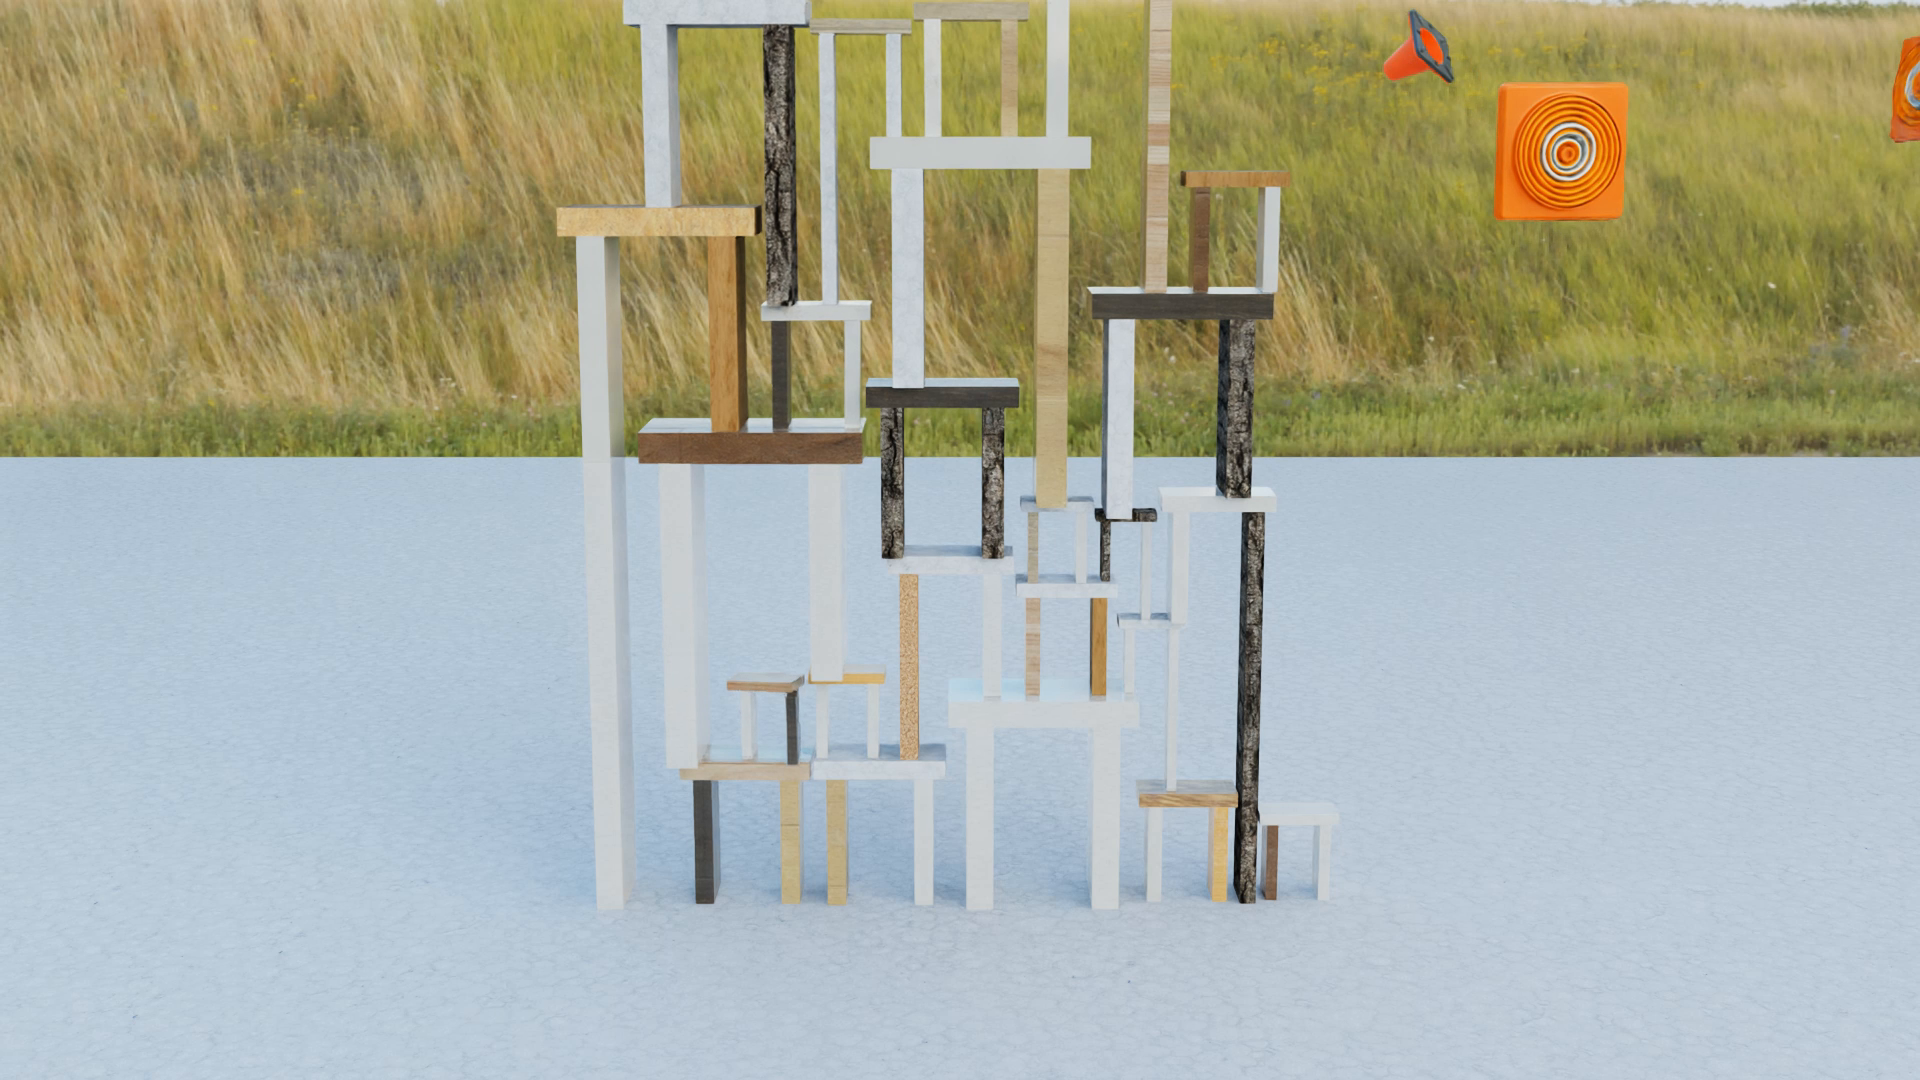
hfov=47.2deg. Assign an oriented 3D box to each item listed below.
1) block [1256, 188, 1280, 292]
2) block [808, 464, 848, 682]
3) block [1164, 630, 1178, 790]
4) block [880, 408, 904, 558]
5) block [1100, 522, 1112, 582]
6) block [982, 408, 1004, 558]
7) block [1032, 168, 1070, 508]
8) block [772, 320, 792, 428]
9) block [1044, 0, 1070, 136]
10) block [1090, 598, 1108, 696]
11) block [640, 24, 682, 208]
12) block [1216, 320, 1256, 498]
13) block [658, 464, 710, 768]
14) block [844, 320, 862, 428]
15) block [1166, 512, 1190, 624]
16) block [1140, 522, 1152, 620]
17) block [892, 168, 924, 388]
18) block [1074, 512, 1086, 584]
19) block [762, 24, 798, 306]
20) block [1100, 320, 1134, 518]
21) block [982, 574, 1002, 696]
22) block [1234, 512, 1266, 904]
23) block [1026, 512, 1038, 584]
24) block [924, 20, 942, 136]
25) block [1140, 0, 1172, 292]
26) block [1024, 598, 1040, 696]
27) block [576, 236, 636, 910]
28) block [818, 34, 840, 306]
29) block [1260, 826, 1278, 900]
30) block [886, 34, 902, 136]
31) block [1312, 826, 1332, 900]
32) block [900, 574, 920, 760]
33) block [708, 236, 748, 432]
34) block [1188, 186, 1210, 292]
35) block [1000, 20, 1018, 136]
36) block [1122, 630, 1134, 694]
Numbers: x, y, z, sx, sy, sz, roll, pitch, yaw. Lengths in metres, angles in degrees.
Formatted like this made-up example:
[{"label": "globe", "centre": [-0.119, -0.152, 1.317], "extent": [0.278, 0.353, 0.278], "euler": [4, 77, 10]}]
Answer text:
[{"label": "block", "centre": [0.486, -0.476, 3.471], "extent": [0.023, 0.163, 0.081], "euler": [0, 11, 0]}, {"label": "block", "centre": [-0.212, 0.037, 3.568], "extent": [0.050, 0.351, 0.175], "euler": [0, 11, 0]}, {"label": "block", "centre": [0.347, 0.273, 3.614], "extent": [0.015, 0.273, 0.054], "euler": [0, 10, 0]}, {"label": "block", "centre": [-0.108, -0.100, 3.537], "extent": [0.034, 0.241, 0.121], "euler": [0, 11, 0]}, {"label": "block", "centre": [0.236, 0.015, 3.567], "extent": [0.014, 0.098, 0.049], "euler": [0, 11, 0]}, {"label": "block", "centre": [0.053, -0.100, 3.537], "extent": [0.034, 0.241, 0.121], "euler": [0, 11, 0]}, {"label": "block", "centre": [0.144, -0.325, 3.498], "extent": [0.048, 0.527, 0.169], "euler": [0, 11, 0]}, {"label": "block", "centre": [-0.285, -0.269, 3.513], "extent": [0.024, 0.171, 0.086], "euler": [0, 11, 0]}, {"label": "block", "centre": [0.150, -0.747, 3.425], "extent": [0.033, 0.234, 0.117], "euler": [0, 11, 0]}, {"label": "block", "centre": [0.226, 0.165, 3.594], "extent": [0.023, 0.162, 0.081], "euler": [0, 10, 0]}, {"label": "block", "centre": [-0.467, -0.662, 3.442], "extent": [0.039, 0.276, 0.138], "euler": [0, 11, 0]}, {"label": "block", "centre": [0.440, -0.218, 3.520], "extent": [0.040, 0.283, 0.141], "euler": [0, 11, 0]}, {"label": "block", "centre": [-0.447, 0.108, 3.579], "extent": [0.050, 0.495, 0.175], "euler": [0, 11, 1]}, {"label": "block", "centre": [-0.170, -0.269, 3.515], "extent": [0.024, 0.171, 0.086], "euler": [1, 11, 0]}, {"label": "block", "centre": [0.352, 0.037, 3.563], "extent": [0.026, 0.182, 0.091], "euler": [0, 10, -1]}, {"label": "block", "centre": [0.301, 0.045, 3.573], "extent": [0.014, 0.161, 0.049], "euler": [0, 10, 0]}, {"label": "block", "centre": [-0.081, -0.418, 3.480], "extent": [0.048, 0.337, 0.169], "euler": [0, 11, 0]}, {"label": "block", "centre": [0.195, 0.007, 3.557], "extent": [0.016, 0.116, 0.058], "euler": [0, 11, 0]}, {"label": "block", "centre": [-0.281, -0.587, 3.452], "extent": [0.039, 0.428, 0.138], "euler": [0, 11, 0]}, {"label": "block", "centre": [0.252, -0.202, 3.522], "extent": [0.040, 0.315, 0.141], "euler": [0, 11, 0]}, {"label": "block", "centre": [0.052, 0.145, 3.591], "extent": [0.029, 0.203, 0.101], "euler": [0, 11, 0]}, {"label": "block", "centre": [0.474, 0.269, 3.606], "extent": [0.026, 0.654, 0.091], "euler": [0, 11, 0]}, {"label": "block", "centre": [0.118, 0.007, 3.557], "extent": [0.016, 0.116, 0.058], "euler": [0, 11, 0]}, {"label": "block", "centre": [-0.042, -0.719, 3.428], "extent": [0.025, 0.177, 0.089], "euler": [0, 11, 0]}, {"label": "block", "centre": [0.306, -0.629, 3.446], "extent": [0.033, 0.473, 0.117], "euler": [0, 11, 0]}, {"label": "block", "centre": [0.118, 0.165, 3.594], "extent": [0.023, 0.162, 0.081], "euler": [0, 11, 0]}, {"label": "block", "centre": [-0.572, 0.053, 3.570], "extent": [0.043, 1.091, 0.152], "euler": [0, 11, 0]}, {"label": "block", "centre": [-0.205, -0.580, 3.447], "extent": [0.022, 0.416, 0.078], "euler": [0, 11, 0]}, {"label": "block", "centre": [0.514, 0.526, 3.657], "extent": [0.018, 0.130, 0.065], "euler": [0, 11, 0]}, {"label": "block", "centre": [-0.102, -0.707, 3.427], "extent": [0.022, 0.156, 0.078], "euler": [0, 11, 0]}, {"label": "block", "centre": [0.601, 0.526, 3.657], "extent": [0.018, 0.130, 0.065], "euler": [0, 11, 0]}, {"label": "block", "centre": [-0.083, 0.197, 3.600], "extent": [0.029, 0.308, 0.101], "euler": [0, 11, 0]}, {"label": "block", "centre": [-0.369, -0.334, 3.499], "extent": [0.043, 0.304, 0.152], "euler": [0, 11, 0]}, {"label": "block", "centre": [0.377, -0.476, 3.471], "extent": [0.023, 0.163, 0.081], "euler": [0, 11, 0]}, {"label": "block", "centre": [0.076, -0.719, 3.428], "extent": [0.025, 0.177, 0.089], "euler": [0, 11, 0]}, {"label": "block", "centre": [0.276, 0.192, 3.600], "extent": [0.015, 0.107, 0.054], "euler": [0, 10, 0]}]
